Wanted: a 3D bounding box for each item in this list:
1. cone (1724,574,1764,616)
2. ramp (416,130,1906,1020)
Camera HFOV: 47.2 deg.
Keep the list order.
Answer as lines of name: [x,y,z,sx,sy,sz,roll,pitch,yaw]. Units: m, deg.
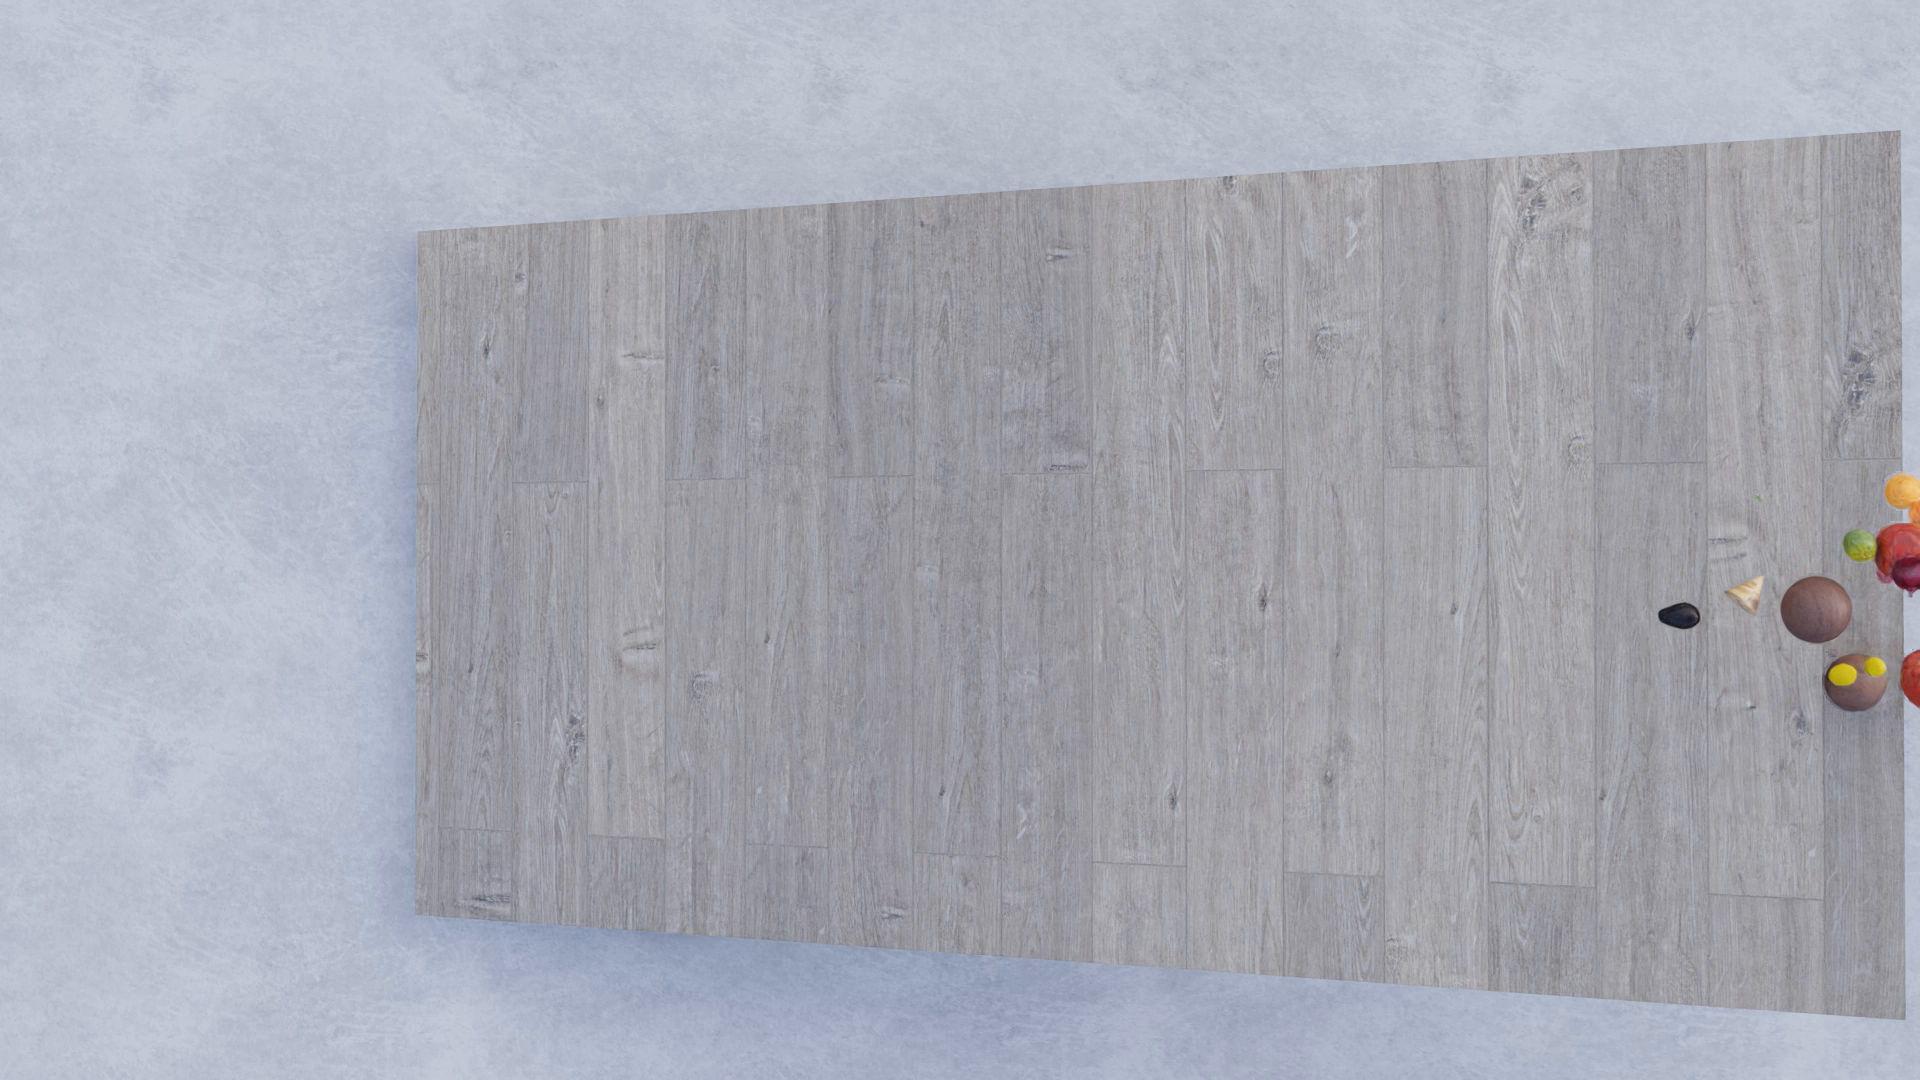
cone: [1.760,0.108,4.885,0.085,0.085,0.085,40,93,0]
ramp: [0.283,0.087,5.734,4.000,0.100,2.000,0,89,22]
